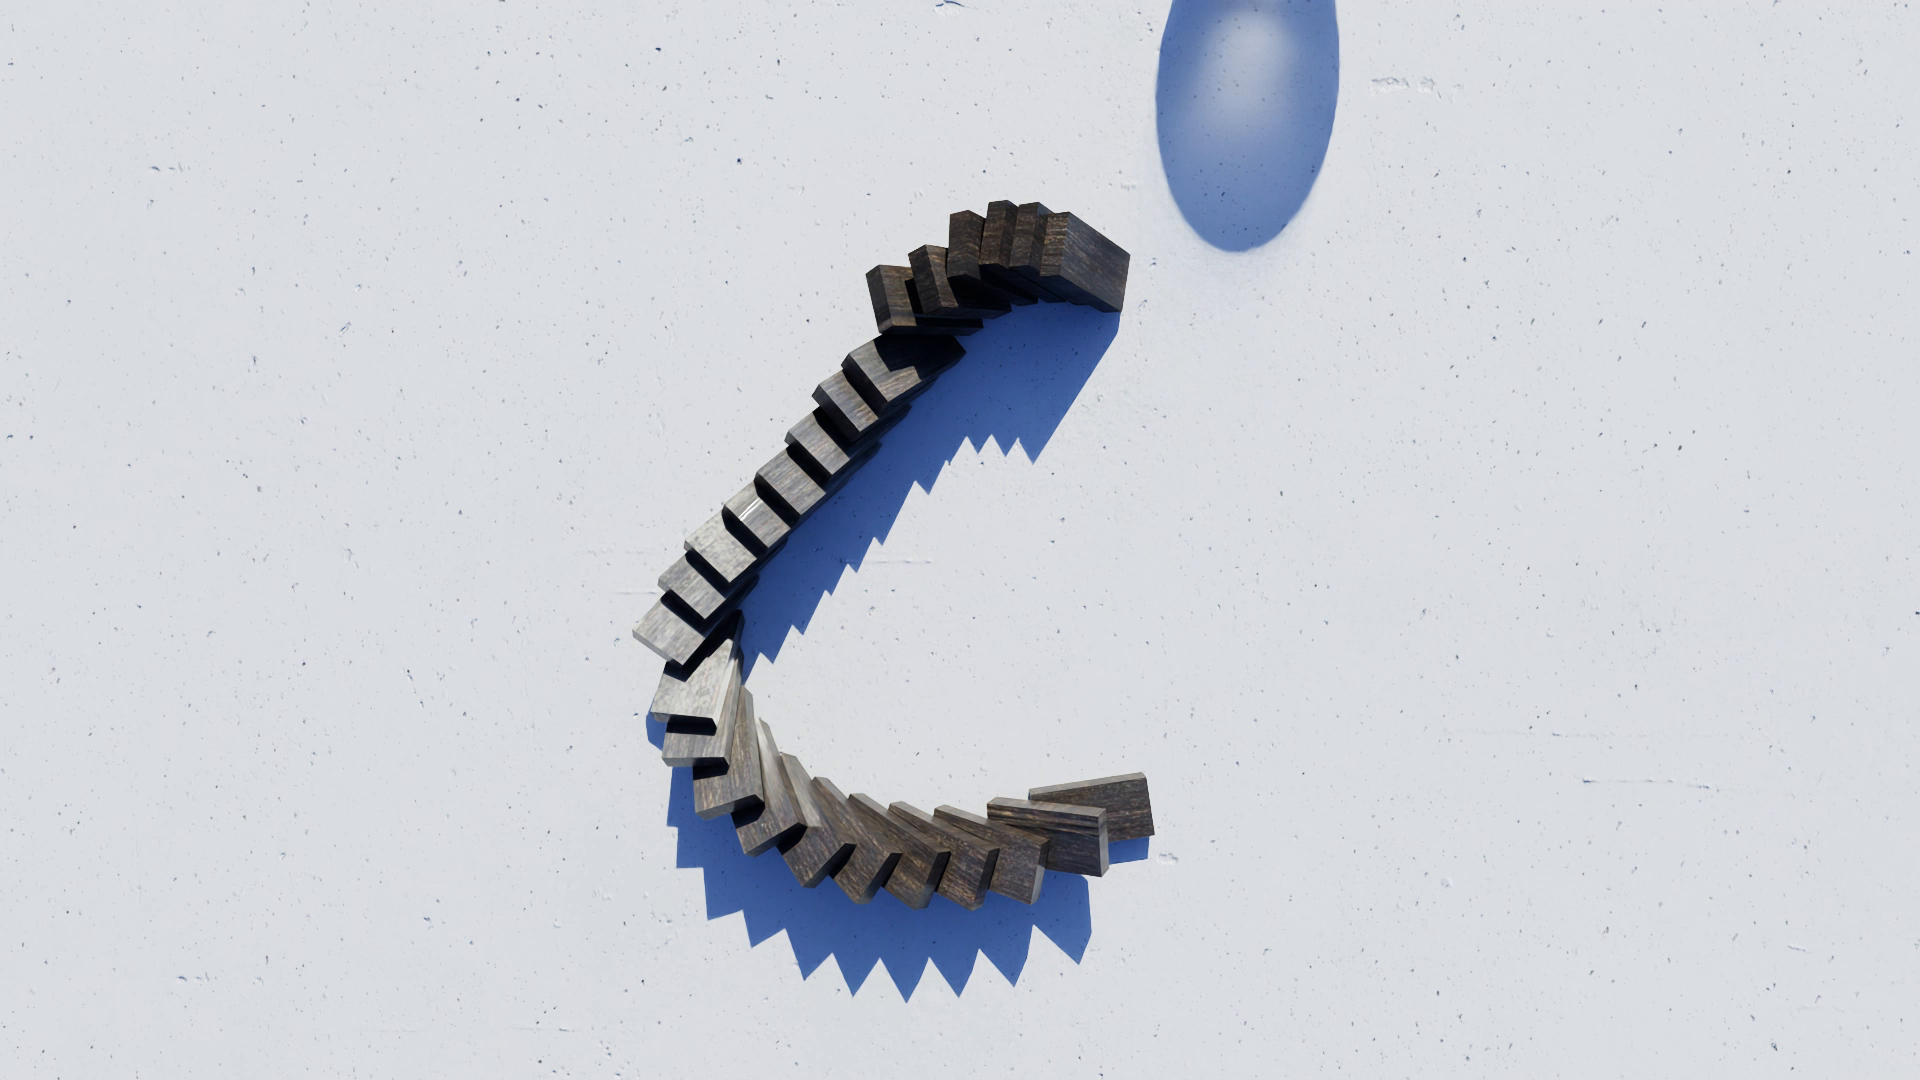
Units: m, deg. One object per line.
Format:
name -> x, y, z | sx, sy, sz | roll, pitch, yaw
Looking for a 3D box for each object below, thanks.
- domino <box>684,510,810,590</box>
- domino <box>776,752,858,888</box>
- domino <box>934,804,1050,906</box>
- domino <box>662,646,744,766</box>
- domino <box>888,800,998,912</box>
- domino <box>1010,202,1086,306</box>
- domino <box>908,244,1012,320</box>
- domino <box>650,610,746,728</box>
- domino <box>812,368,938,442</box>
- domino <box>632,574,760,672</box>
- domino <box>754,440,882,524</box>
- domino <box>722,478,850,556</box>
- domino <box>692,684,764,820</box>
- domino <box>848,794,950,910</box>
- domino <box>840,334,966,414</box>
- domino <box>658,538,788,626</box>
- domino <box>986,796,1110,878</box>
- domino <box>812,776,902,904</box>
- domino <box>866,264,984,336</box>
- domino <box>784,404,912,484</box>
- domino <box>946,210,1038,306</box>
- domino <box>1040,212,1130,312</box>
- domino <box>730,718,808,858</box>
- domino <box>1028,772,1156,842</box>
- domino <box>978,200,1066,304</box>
domino -> -0.088, -0.005, 0.383 | 0.025, 0.009, 0.050 | 43, 60, 2
domino -> -0.067, 0.116, 0.382 | 0.025, 0.010, 0.050 | -46, 57, 1
domino -> 0.011, 0.131, 0.384 | 0.050, 0.010, 0.025 | 10, 90, 27
domino -> -0.106, 0.069, 0.382 | 0.025, 0.010, 0.050 | -1, 55, 0
domino -> -0.010, 0.131, 0.383 | 0.050, 0.009, 0.025 | 16, 90, 30
domino -> 0.040, -0.117, 0.377 | 0.010, 0.050, 0.025 | 9, 89, 39
domino -> 0.001, -0.105, 0.377 | 0.010, 0.050, 0.025 | -15, 90, 37
domino -> -0.108, 0.052, 0.381 | 0.025, 0.009, 0.050 | 5, 55, 2
domino -> -0.035, -0.064, 0.381 | 0.025, 0.010, 0.050 | 49, 54, 0
domino -> -0.110, 0.027, 0.383 | 0.025, 0.010, 0.050 | 35, 59, 2
domino -> -0.059, -0.033, 0.383 | 0.025, 0.010, 0.050 | 45, 60, 0
domino -> -0.072, -0.019, 0.383 | 0.025, 0.009, 0.050 | 45, 60, 0
domino -> -0.098, 0.088, 0.381 | 0.025, 0.010, 0.050 | -18, 53, 2
domino -> -0.030, 0.129, 0.382 | 0.050, 0.010, 0.025 | 22, 90, 34
domino -> -0.023, -0.075, 0.382 | 0.025, 0.009, 0.050 | 51, 54, 0
domino -> -0.099, 0.009, 0.383 | 0.025, 0.010, 0.050 | 42, 60, 0
domino -> 0.036, 0.123, 0.383 | 0.050, 0.010, 0.025 | -2, 93, 28
domino -> -0.050, 0.125, 0.382 | 0.050, 0.010, 0.025 | 34, 90, 33
domino -> -0.014, -0.099, 0.379 | 0.050, 0.010, 0.025 | -11, 86, -42
domino -> -0.046, -0.049, 0.384 | 0.025, 0.009, 0.050 | 45, 61, 0
domino -> 0.015, -0.115, 0.378 | 0.010, 0.050, 0.025 | 3, 90, 39
domino -> 0.052, -0.113, 0.378 | 0.010, 0.050, 0.025 | 9, 90, 39
domino -> -0.085, 0.103, 0.383 | 0.025, 0.010, 0.050 | -31, 59, 0
domino -> 0.057, 0.117, 0.395 | 0.050, 0.010, 0.025 | -9, 90, 0
domino -> 0.028, -0.118, 0.378 | 0.010, 0.050, 0.025 | 9, 90, 39
